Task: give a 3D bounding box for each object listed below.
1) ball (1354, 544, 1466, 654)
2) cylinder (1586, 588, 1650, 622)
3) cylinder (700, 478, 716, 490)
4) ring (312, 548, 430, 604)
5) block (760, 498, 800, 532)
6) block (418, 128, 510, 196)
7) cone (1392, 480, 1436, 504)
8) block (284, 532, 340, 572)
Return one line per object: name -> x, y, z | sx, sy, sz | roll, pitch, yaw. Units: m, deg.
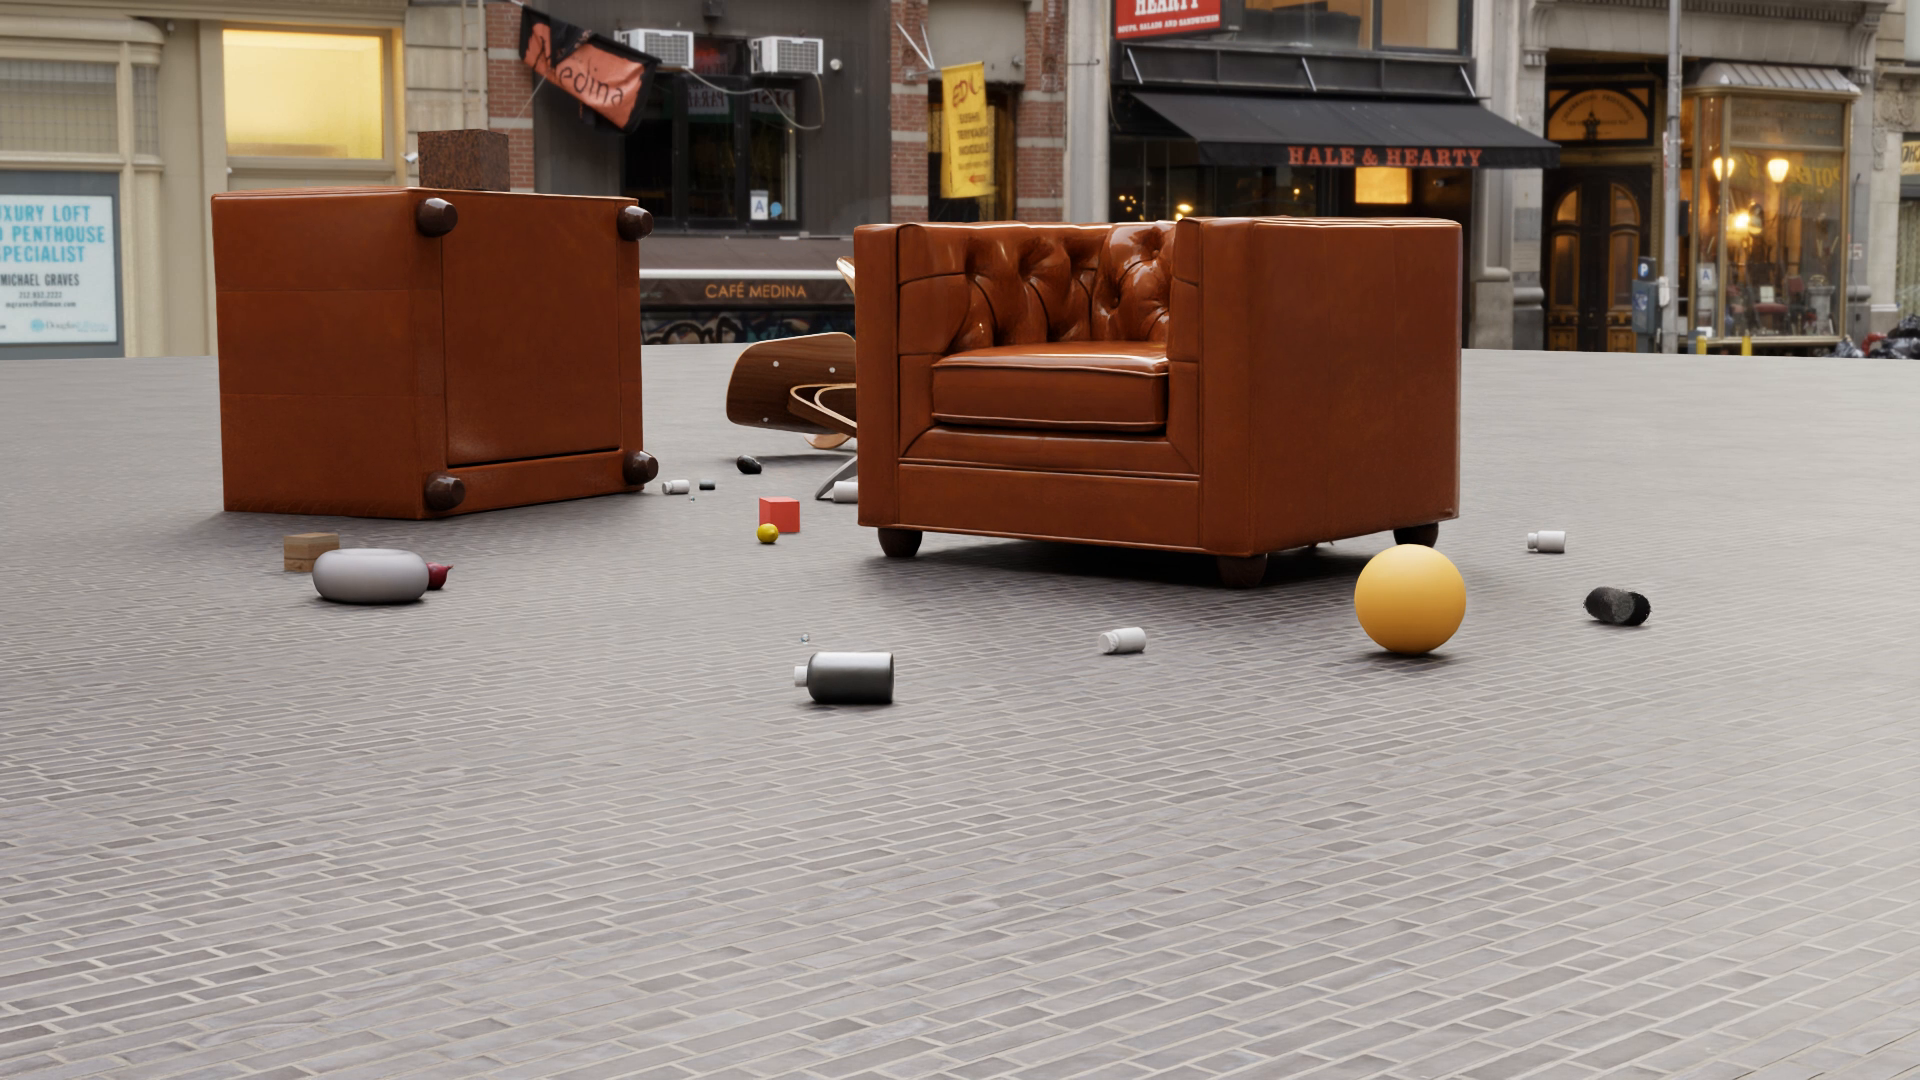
ball -> 0.785, 0.103, 4.471 | 0.193, 0.193, 0.193 | 0, 6, 0
cylinder -> 1.250, 0.126, 4.878 | 0.082, 0.064, 0.098 | 6, -4, -13
cylinder -> -0.781, -0.173, 7.935 | 0.047, 0.031, 0.056 | -2, 9, -4
ring -> -1.204, 0.073, 5.240 | 0.290, 0.098, 0.204 | 4, 6, 44
block -> -0.470, -0.066, 6.663 | 0.077, 0.079, 0.134 | -2, 6, -17
block -> -1.390, -1.057, 7.195 | 0.187, 0.165, 0.187 | 0, 3, 15
cone -> 1.339, -0.124, 7.440 | 0.137, 0.077, 0.110 | -1, -15, 35
block -> -1.460, 0.027, 5.778 | 0.074, 0.076, 0.097 | 3, 7, 31
